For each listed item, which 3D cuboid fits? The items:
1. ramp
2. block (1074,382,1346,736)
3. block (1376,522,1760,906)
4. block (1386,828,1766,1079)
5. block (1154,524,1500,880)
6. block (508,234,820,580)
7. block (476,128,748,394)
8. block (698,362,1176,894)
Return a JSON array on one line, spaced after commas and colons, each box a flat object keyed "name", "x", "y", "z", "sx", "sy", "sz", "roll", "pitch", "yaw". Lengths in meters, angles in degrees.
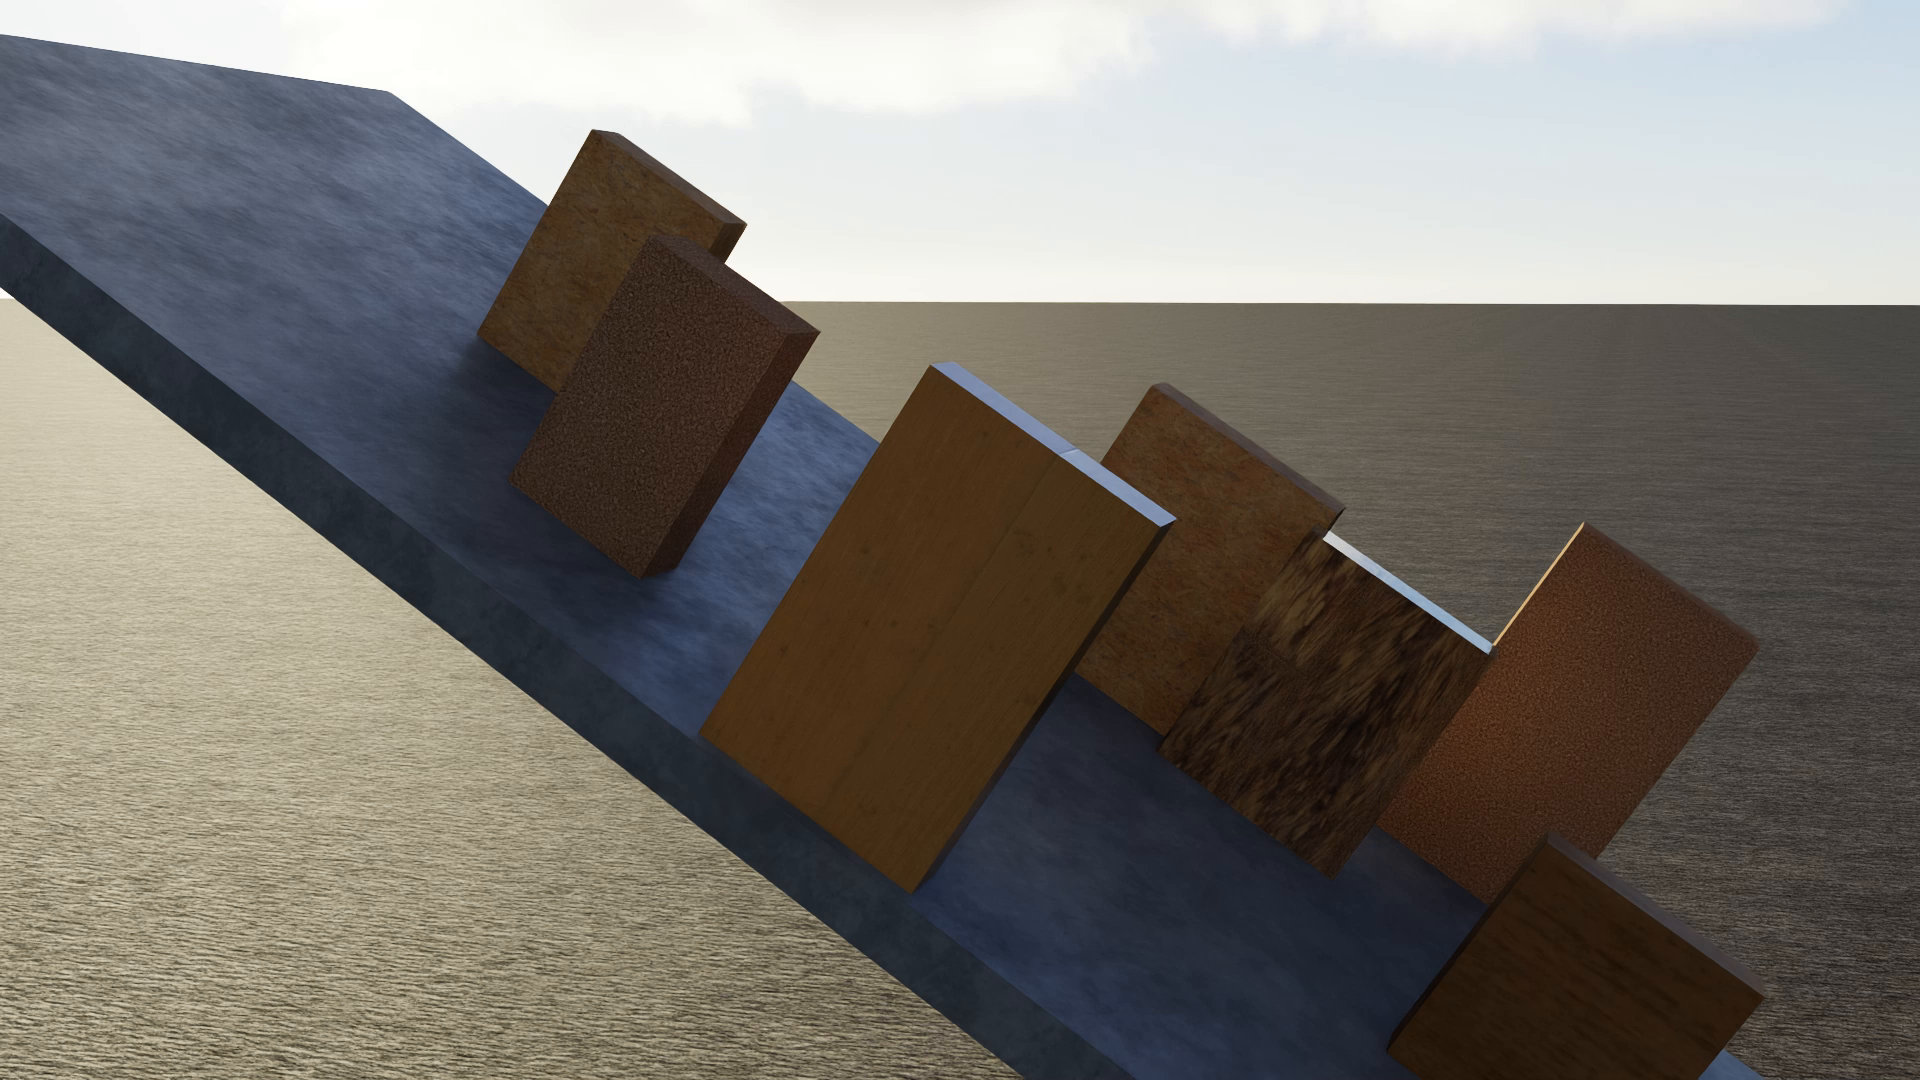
[{"name": "ramp", "x": -0.122, "y": 0.207, "z": 4.097, "sx": 4.000, "sy": 0.100, "sz": 2.000, "roll": 36, "pitch": 15, "yaw": 10}, {"name": "block", "x": 0.424, "y": 0.044, "z": 4.424, "sx": 0.441, "sy": 0.567, "sz": 0.136, "roll": 36, "pitch": 15, "yaw": 10}, {"name": "block", "x": 1.261, "y": 0.399, "z": 4.627, "sx": 0.423, "sy": 0.768, "sz": 0.126, "roll": 36, "pitch": 15, "yaw": 10}, {"name": "block", "x": 0.987, "y": 0.768, "z": 3.549, "sx": 0.400, "sy": 0.443, "sz": 0.097, "roll": 36, "pitch": 15, "yaw": 10}, {"name": "block", "x": 0.704, "y": 0.310, "z": 4.235, "sx": 0.419, "sy": 0.531, "sz": 0.121, "roll": 36, "pitch": 15, "yaw": 10}, {"name": "block", "x": -0.483, "y": -0.217, "z": 3.577, "sx": 0.280, "sy": 0.476, "sz": 0.141, "roll": 36, "pitch": 15, "yaw": 10}, {"name": "block", "x": -0.654, "y": -0.489, "z": 4.123, "sx": 0.314, "sy": 0.452, "sz": 0.111, "roll": 36, "pitch": 15, "yaw": 10}, {"name": "block", "x": -0.039, "y": 0.124, "z": 3.101, "sx": 0.386, "sy": 0.639, "sz": 0.109, "roll": 36, "pitch": 15, "yaw": 10}]
